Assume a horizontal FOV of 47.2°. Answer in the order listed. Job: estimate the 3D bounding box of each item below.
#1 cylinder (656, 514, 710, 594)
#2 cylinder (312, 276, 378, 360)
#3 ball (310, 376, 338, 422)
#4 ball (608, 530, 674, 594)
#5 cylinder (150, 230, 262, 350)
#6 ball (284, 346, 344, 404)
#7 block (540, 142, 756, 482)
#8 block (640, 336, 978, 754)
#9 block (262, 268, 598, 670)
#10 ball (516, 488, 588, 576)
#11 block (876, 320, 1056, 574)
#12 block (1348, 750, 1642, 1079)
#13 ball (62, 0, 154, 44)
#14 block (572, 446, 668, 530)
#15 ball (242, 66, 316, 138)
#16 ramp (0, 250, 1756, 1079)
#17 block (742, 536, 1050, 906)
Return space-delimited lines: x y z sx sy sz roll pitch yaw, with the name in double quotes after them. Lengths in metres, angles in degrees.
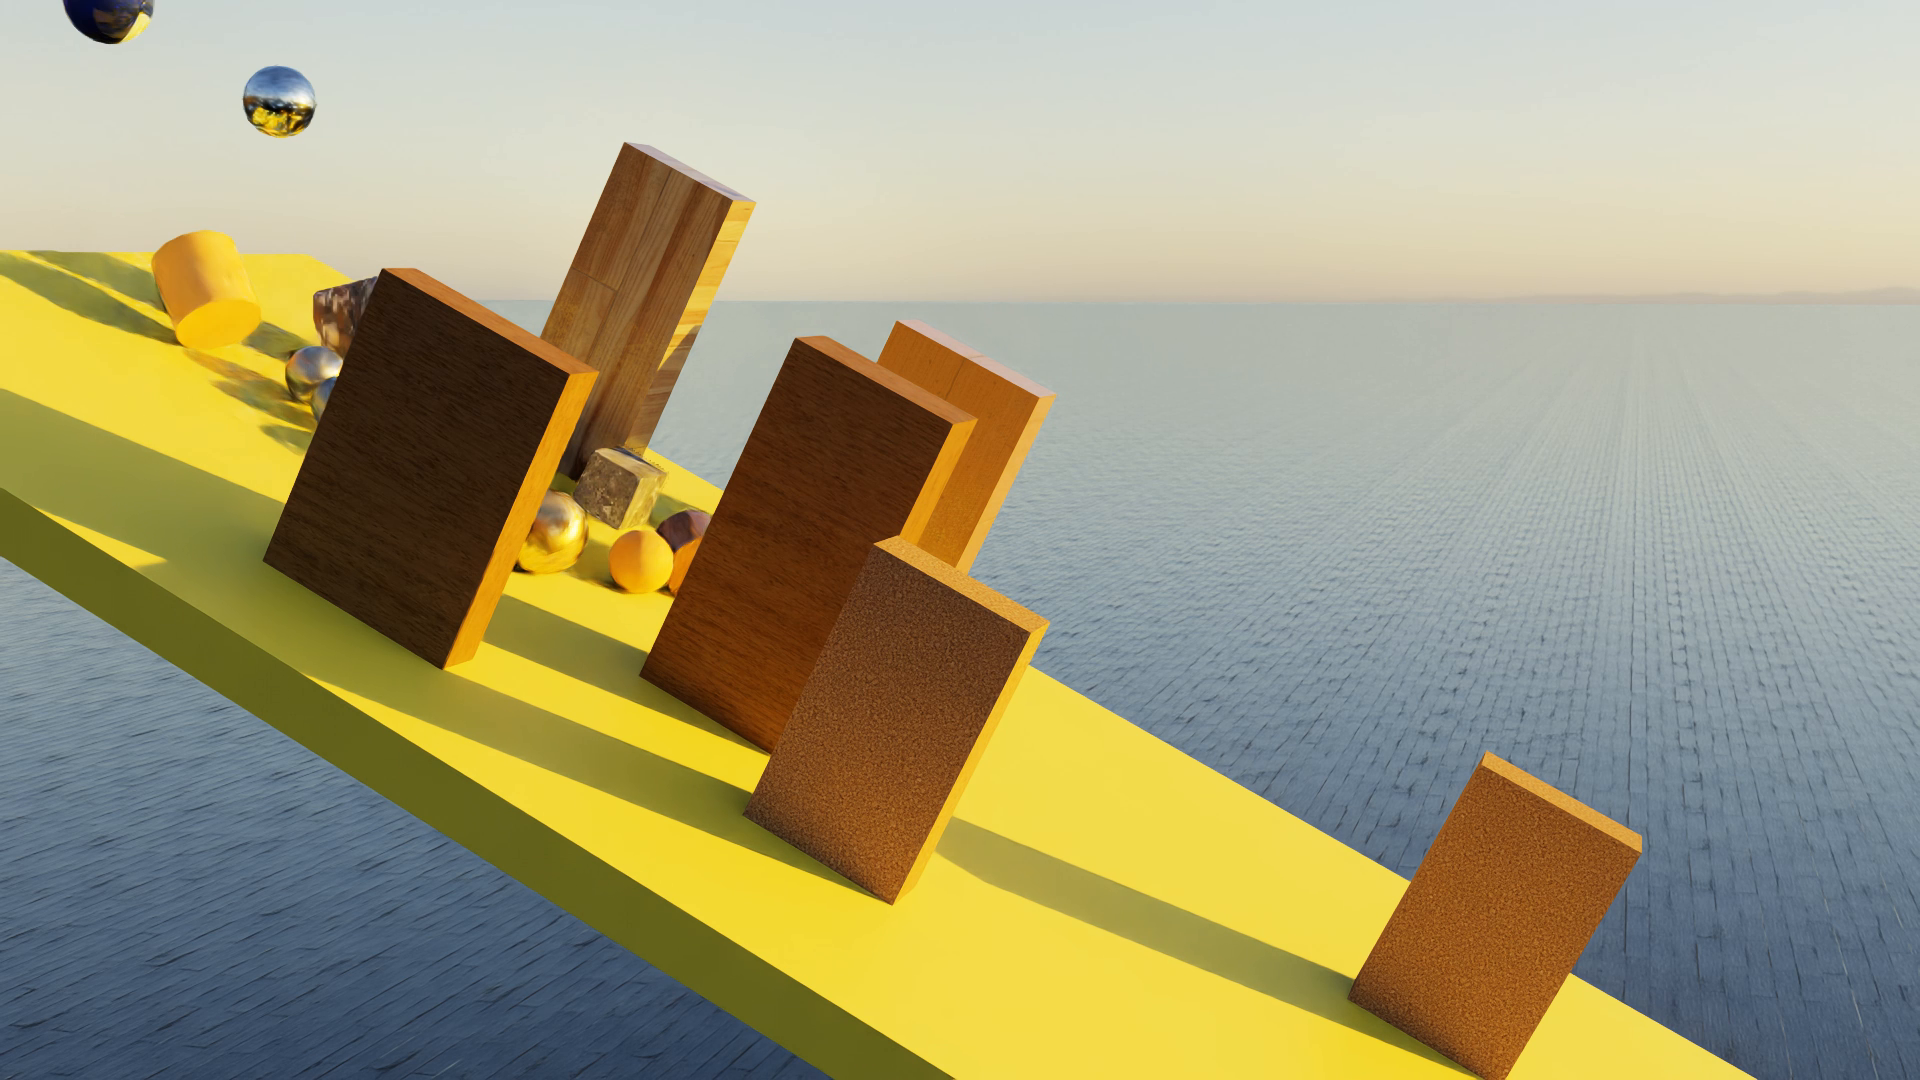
-0.534 0.036 4.438 0.146 0.146 0.146 -3 17 -20 "cylinder"
-1.266 -0.468 4.702 0.175 0.175 0.175 -13 7 2 "cylinder"
-1.226 -0.267 4.359 0.117 0.117 0.117 0 7 0 "ball"
-0.623 0.042 4.294 0.127 0.127 0.127 0 7 0 "ball"
-1.523 -0.504 4.444 0.171 0.171 0.171 -23 -20 -9 "cylinder"
-1.302 -0.333 4.449 0.122 0.122 0.122 0 7 0 "ball"
-0.728 -0.478 4.786 0.279 0.709 0.129 29 14 12 "block"
-0.270 0.016 3.876 0.317 0.676 0.146 29 14 12 "block"
-0.865 -0.117 3.577 0.367 0.538 0.101 29 14 12 "block"
-0.782 -0.016 4.142 0.164 0.164 0.164 0 7 0 "ball"
-0.092 -0.137 4.902 0.363 0.606 0.146 29 14 12 "block"
0.971 0.689 4.005 0.311 0.509 0.123 29 14 12 "block"
-1.770 -1.123 4.572 0.181 0.181 0.181 0 7 0 "ball"
-0.724 -0.110 4.674 0.125 0.125 0.125 30 14 13 "block"
-1.324 -0.853 4.278 0.139 0.139 0.139 0 7 0 "ball"
-0.238 0.400 4.156 4.000 0.100 2.000 29 14 12 "ramp"
-0.105 0.288 3.532 0.288 0.506 0.116 29 14 12 "block"
